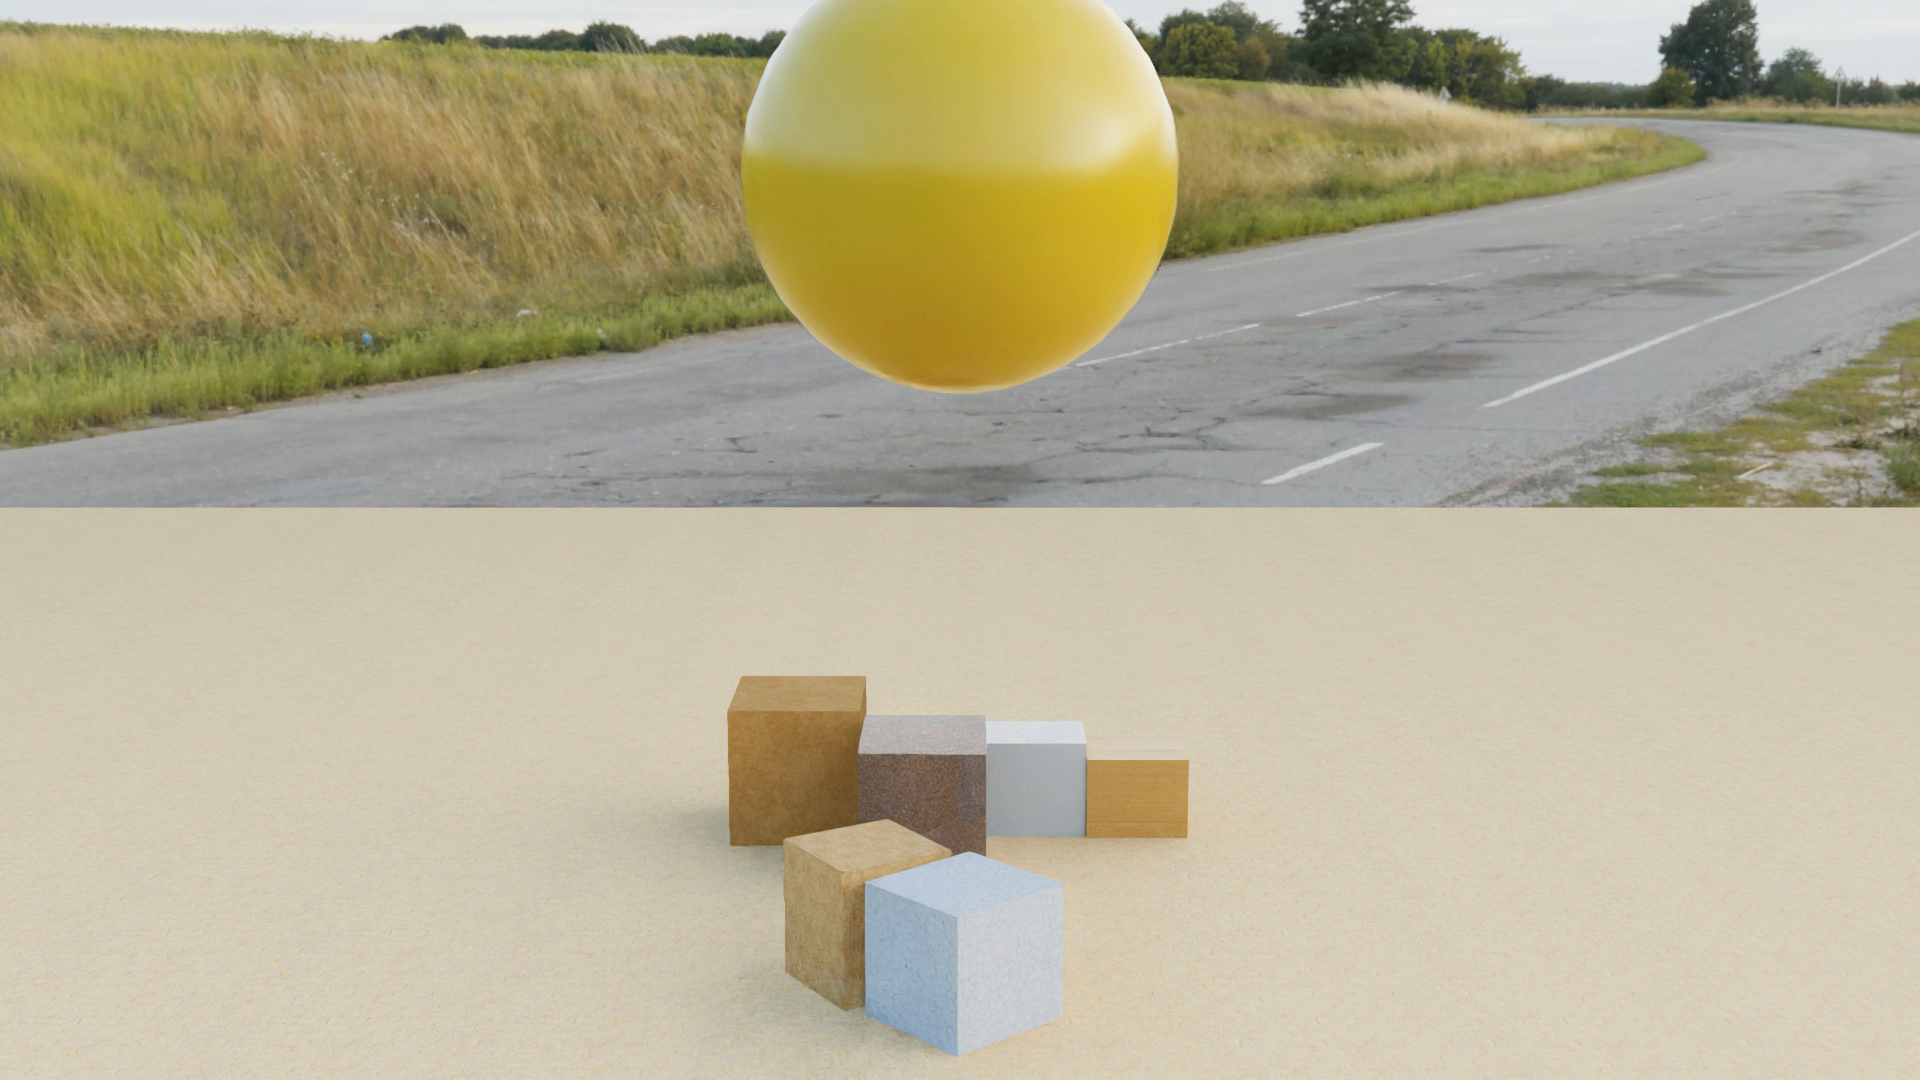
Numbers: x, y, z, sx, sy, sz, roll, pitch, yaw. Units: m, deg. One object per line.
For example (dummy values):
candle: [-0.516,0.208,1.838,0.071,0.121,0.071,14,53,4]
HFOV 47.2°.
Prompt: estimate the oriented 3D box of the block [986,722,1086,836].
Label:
block: [0.389,1.234,11.403,0.508,0.491,0.430,0,10,0]

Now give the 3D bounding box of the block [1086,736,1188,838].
block: [0.902,1.276,11.397,0.516,0.411,0.451,0,10,0]

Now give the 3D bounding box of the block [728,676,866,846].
block: [-0.828,1.132,11.375,0.661,0.702,0.730,0,10,0]

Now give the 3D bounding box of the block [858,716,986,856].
block: [-0.175,1.271,10.685,0.602,0.677,0.710,0,10,0]

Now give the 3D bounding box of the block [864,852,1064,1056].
block: [0.016,1.655,8.879,0.575,0.566,0.555,-9,14,-42]

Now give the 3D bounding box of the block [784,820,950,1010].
block: [-0.392,1.569,9.277,0.516,0.593,0.510,-6,12,-32]

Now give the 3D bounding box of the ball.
ball: [0.000,-1.338,8.035,1.600,1.600,1.600,0,10,0]
